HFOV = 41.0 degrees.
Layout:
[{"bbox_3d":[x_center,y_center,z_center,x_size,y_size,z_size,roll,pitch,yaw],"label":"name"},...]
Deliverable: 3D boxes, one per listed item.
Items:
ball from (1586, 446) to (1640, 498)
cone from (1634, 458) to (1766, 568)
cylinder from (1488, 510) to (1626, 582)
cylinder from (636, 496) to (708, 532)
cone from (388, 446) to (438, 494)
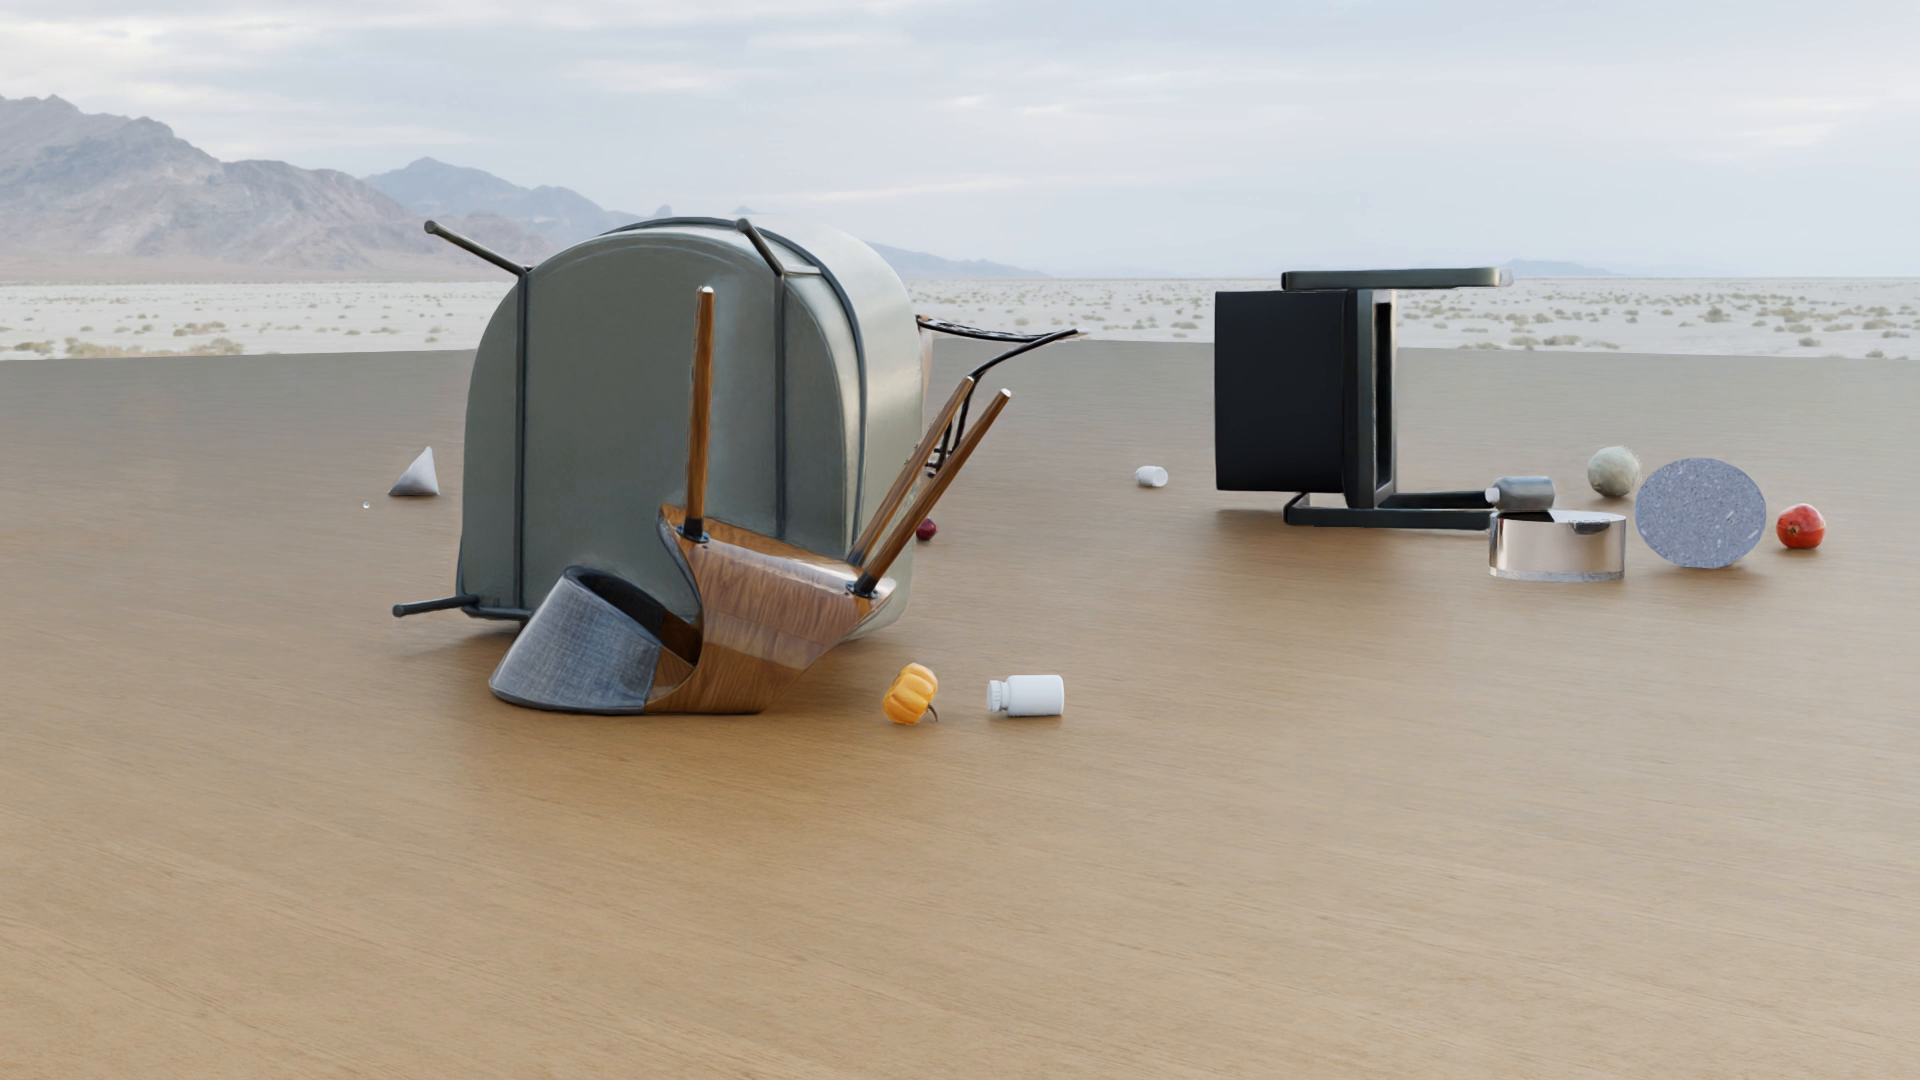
[{"bbox_3d":[1.943,-0.202,7.631,0.153,0.153,0.153,0,6,0],"label":"ball"},{"bbox_3d":[1.733,-0.011,5.936,0.314,0.273,0.219,43,-4,39],"label":"cone"},{"bbox_3d":[1.320,0.011,5.674,0.295,0.129,0.300,0,6,4],"label":"cylinder"},{"bbox_3d":[-0.746,-0.068,6.659,0.176,0.083,0.151,-5,6,0],"label":"cylinder"},{"bbox_3d":[-1.614,-0.174,7.728,0.208,0.117,0.193,-40,12,49],"label":"cone"}]
